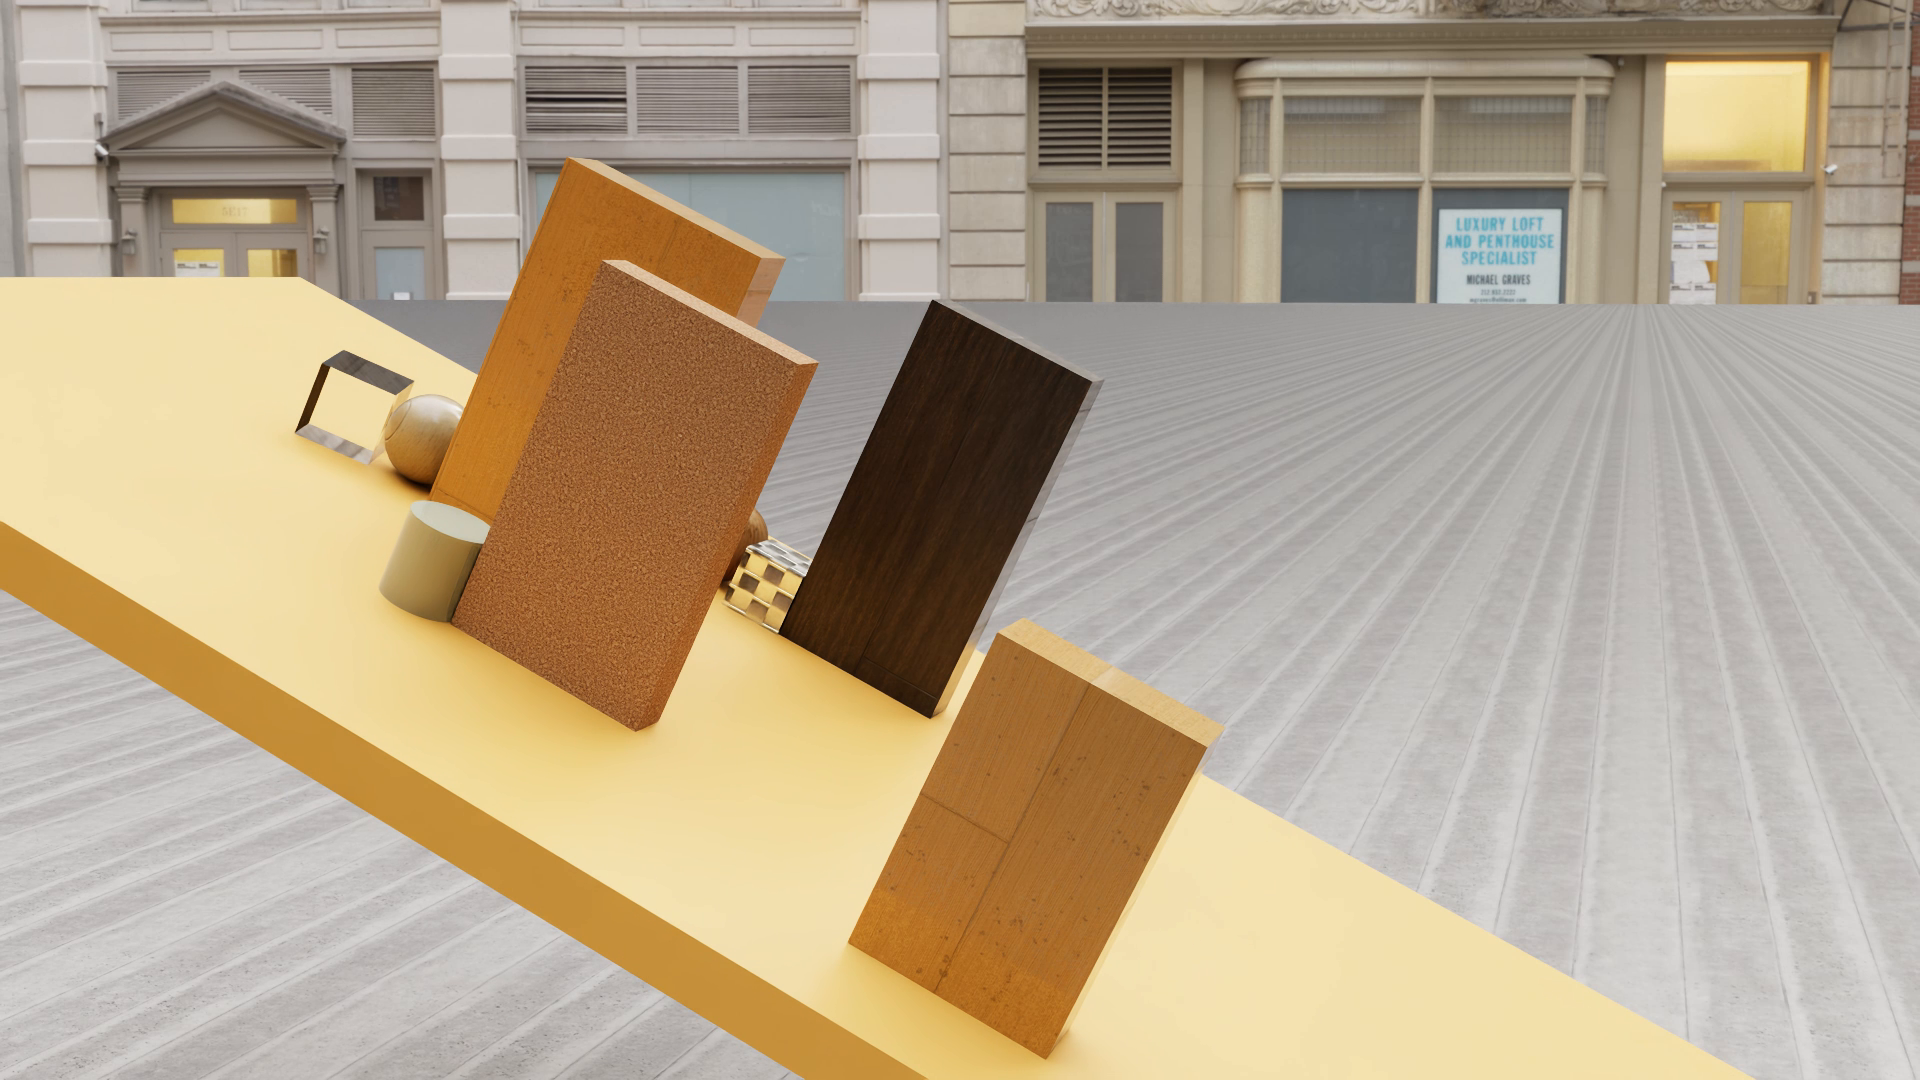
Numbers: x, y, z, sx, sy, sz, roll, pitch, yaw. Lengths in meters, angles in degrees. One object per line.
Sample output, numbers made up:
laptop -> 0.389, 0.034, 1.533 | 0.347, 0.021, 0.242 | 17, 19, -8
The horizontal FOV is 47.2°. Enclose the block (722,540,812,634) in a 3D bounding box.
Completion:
block -> -0.391, 0.098, 4.642 | 0.138, 0.138, 0.138 | 28, 14, 12

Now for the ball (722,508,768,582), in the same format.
ball -> -0.502, -0.003, 4.726 | 0.182, 0.182, 0.182 | 0, 7, 0

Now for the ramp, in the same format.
ramp -> -0.252, 0.427, 4.164 | 4.000, 0.100, 2.000 | 28, 14, 12

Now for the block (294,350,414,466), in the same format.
block -> -1.233, -0.272, 4.486 | 0.158, 0.158, 0.158 | 24, 14, -6

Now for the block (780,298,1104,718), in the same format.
block -> -0.043, -0.063, 4.509 | 0.368, 0.773, 0.107 | 28, 14, 12

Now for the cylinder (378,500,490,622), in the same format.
cylinder -> -0.921, 0.038, 3.879 | 0.159, 0.159, 0.159 | 24, 14, -6

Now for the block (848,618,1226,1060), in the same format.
block -> 0.114, 0.450, 3.343 | 0.351, 0.549, 0.146 | 28, 14, 12

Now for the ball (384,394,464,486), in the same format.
ball -> -1.072, -0.204, 4.460 | 0.185, 0.185, 0.185 | 0, 7, 0

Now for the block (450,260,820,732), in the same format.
block -> -0.565, -0.076, 3.776 | 0.392, 0.703, 0.094 | 28, 14, 12

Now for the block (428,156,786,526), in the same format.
block -> -0.697, -0.303, 4.287 | 0.440, 0.754, 0.125 | 28, 14, 12
